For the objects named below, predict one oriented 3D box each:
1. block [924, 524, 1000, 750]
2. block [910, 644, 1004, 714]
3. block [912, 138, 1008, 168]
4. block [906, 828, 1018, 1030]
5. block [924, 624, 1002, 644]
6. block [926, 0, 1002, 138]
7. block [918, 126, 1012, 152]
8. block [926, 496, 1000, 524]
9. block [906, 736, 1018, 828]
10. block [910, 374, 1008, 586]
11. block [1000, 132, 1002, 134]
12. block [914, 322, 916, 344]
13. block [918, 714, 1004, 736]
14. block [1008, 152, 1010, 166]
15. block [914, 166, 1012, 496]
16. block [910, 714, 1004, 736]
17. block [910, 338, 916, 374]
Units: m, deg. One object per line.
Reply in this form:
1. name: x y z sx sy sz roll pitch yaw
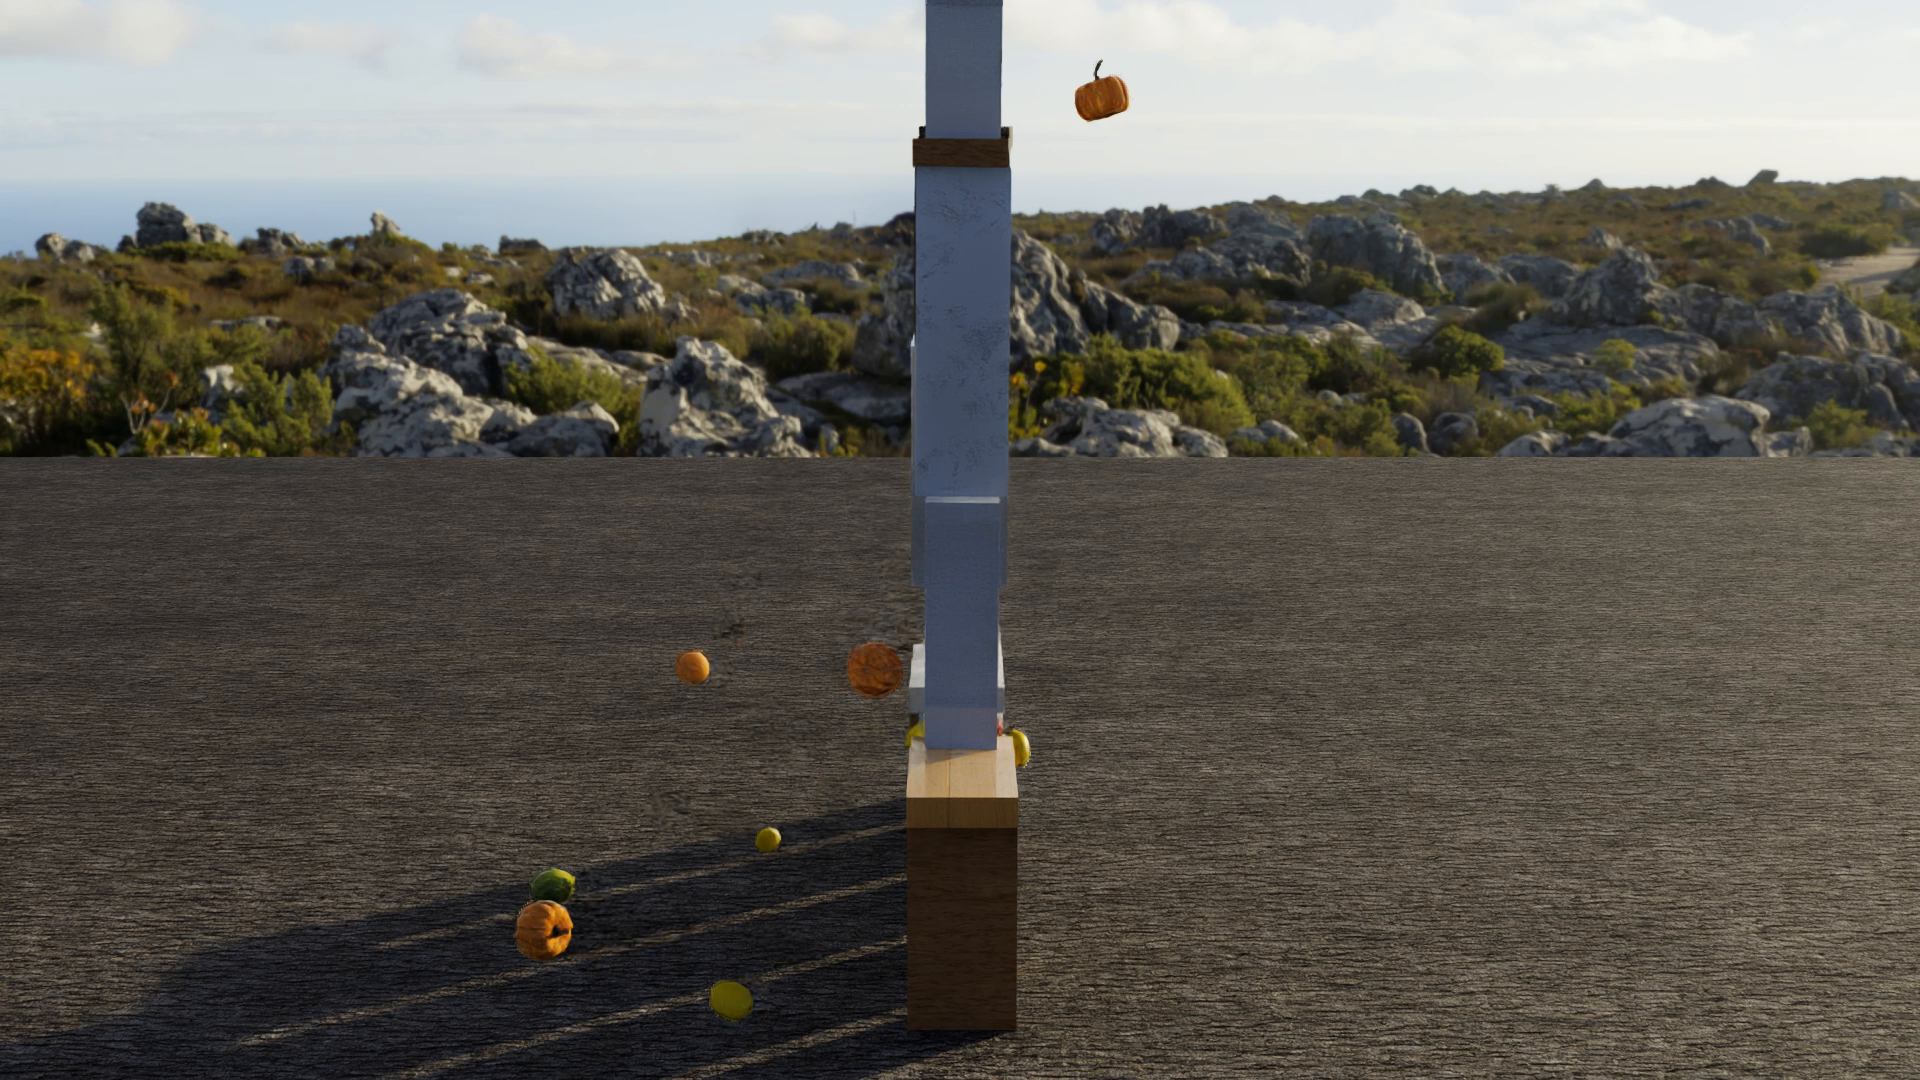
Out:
1. block: 0.003 0.138 3.238 0.107 0.343 0.030 1 10 2
2. block: -0.005 0.234 3.757 0.156 0.044 0.311 0 11 0
3. block: 0.001 -0.571 3.237 0.136 0.039 0.272 0 11 0
4. block: 0.003 0.538 3.105 0.154 0.308 0.044 0 11 0
5. block: 0.004 0.207 4.062 0.142 0.040 0.284 0 11 0
6. block: 0.005 -0.709 3.253 0.113 0.226 0.032 0 24 0
7. block: 0.012 -0.666 3.646 0.144 0.041 0.288 1 11 2
8. block: 0.004 -0.058 3.273 0.107 0.030 0.214 0 10 0
9. block: 0.003 0.347 3.174 0.154 0.044 0.308 0 11 0
10. block: -0.001 -0.096 3.430 0.149 0.337 0.042 0 11 1
11. block: 0.007 -0.658 3.420 0.113 0.387 0.032 1 17 0
12. block: 0.000 -0.435 3.355 0.136 0.272 0.039 0 10 0
13. block: 0.001 0.328 3.472 0.137 0.039 0.274 0 11 0
14. block: 0.011 -0.488 3.783 0.144 0.360 0.041 1 11 1
15. block: 0.004 -0.301 3.193 0.136 0.476 0.039 0 11 0
16. block: -0.005 0.428 3.688 0.156 0.311 0.044 0 11 0
17. block: 0.000 -0.301 3.494 0.149 0.042 0.298 0 11 0
